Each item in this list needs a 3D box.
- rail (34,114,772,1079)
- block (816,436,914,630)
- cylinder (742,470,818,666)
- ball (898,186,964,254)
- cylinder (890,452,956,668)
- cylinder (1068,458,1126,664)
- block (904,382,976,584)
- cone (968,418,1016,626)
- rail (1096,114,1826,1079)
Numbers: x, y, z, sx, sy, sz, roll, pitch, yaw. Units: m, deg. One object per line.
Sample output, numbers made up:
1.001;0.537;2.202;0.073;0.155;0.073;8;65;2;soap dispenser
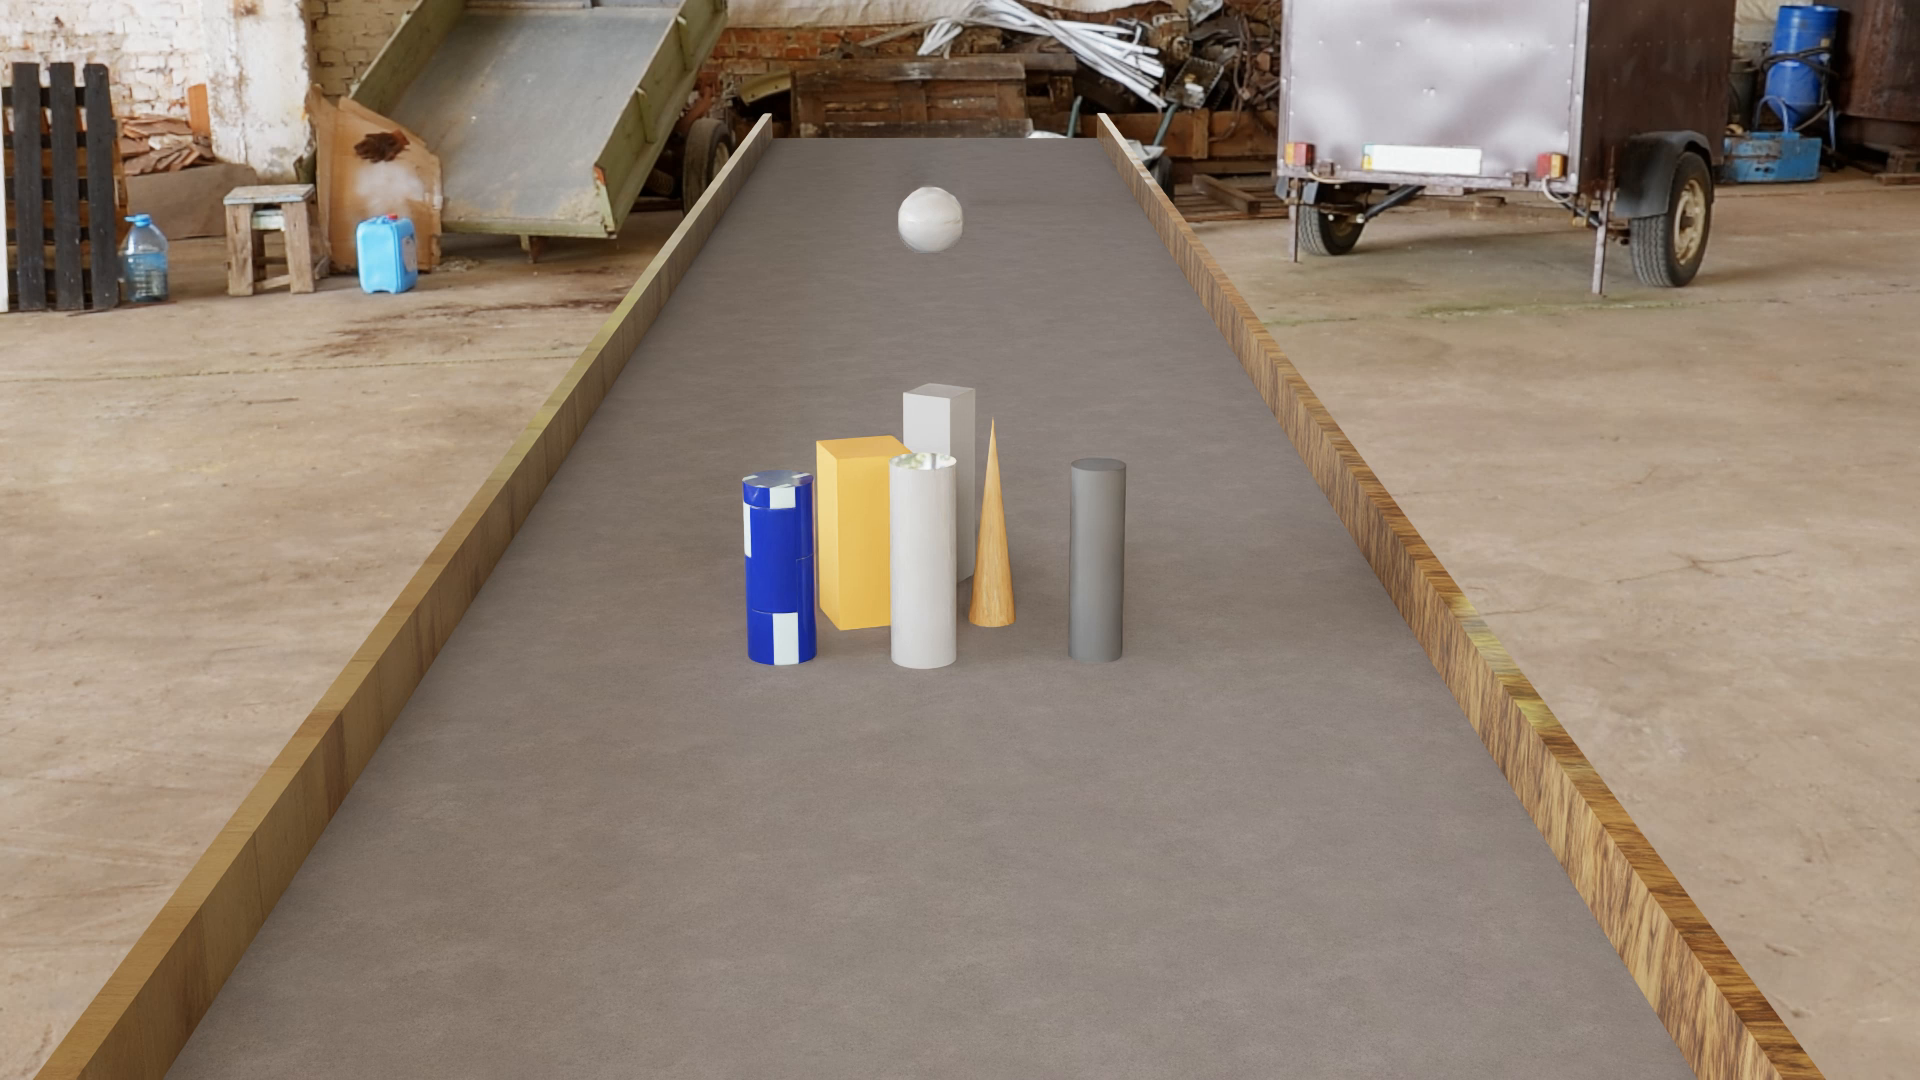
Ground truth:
-1.118;-0.838;7.780;0.050;0.150;12.000;0;17;-1;rail
-0.199;-0.017;4.638;0.164;0.368;0.164;-5;17;-17;block
-0.360;0.055;4.402;0.141;0.366;0.141;0;17;0;cylinder
-0.124;-1.347;9.264;0.279;0.279;0.279;0;17;0;ball
-0.073;0.041;4.372;0.132;0.409;0.132;0;17;0;cylinder
0.273;0.041;4.393;0.109;0.397;0.109;0;17;0;cylinder
-0.045;-0.122;4.887;0.116;0.428;0.116;9;19;27;block
0.068;-0.043;4.601;0.101;0.440;0.101;0;17;0;cone
0.932;-0.844;7.801;0.050;0.150;12.000;0;17;-1;rail
